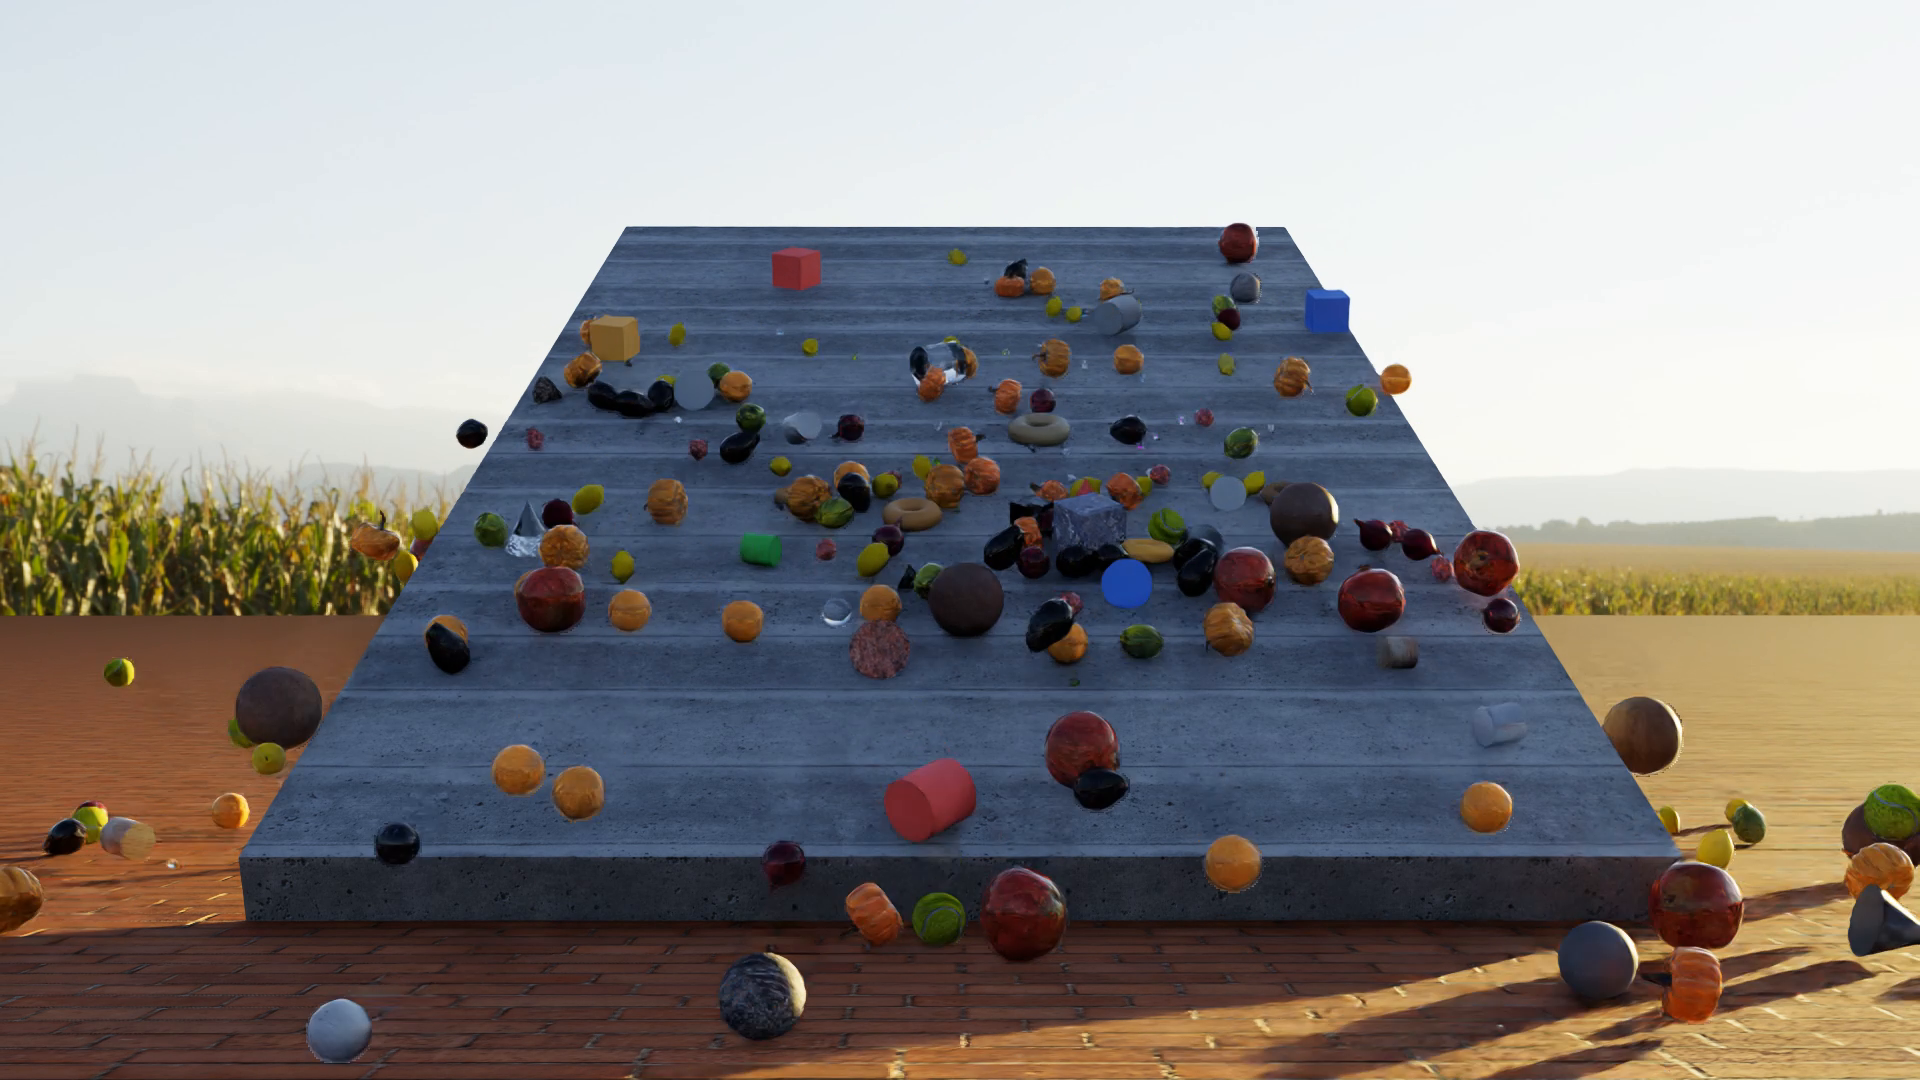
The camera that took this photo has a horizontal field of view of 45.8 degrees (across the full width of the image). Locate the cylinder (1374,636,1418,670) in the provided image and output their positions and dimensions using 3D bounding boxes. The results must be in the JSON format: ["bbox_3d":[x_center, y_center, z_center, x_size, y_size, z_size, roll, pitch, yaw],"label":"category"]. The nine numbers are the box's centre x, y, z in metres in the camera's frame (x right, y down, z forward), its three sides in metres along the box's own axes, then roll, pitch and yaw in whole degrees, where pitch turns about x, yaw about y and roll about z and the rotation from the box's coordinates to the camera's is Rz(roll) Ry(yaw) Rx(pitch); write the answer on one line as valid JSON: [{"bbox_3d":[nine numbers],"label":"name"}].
[{"bbox_3d":[0.717,0.185,3.729,0.052,0.052,0.052,0,-2,-16],"label":"cylinder"}]

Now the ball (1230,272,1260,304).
[{"bbox_3d":[0.754,-0.666,6.010,0.081,0.081,0.081,0,-2,0],"label":"ball"}]

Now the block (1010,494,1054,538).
[{"bbox_3d":[0.138,-0.045,4.364,0.060,0.060,0.060,-17,26,-39],"label":"block"}]

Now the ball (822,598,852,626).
[{"bbox_3d":[-0.213,0.125,3.918,0.050,0.050,0.050,0,-2,0],"label":"ball"}]

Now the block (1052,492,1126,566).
[{"bbox_3d":[0.242,-0.021,4.244,0.098,0.098,0.098,-13,24,-31],"label":"block"}]

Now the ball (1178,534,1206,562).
[{"bbox_3d":[0.431,0.014,4.218,0.050,0.050,0.050,0,-2,0],"label":"ball"}]

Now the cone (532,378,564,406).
[{"bbox_3d":[-0.928,-0.334,5.181,0.065,0.065,0.065,-2,-4,41],"label":"cone"}]

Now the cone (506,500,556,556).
[{"bbox_3d":[-0.810,-0.031,4.269,0.095,0.095,0.095,0,20,0],"label":"cone"}]

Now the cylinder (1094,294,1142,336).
[{"bbox_3d":[0.397,-0.568,5.734,0.087,0.087,0.087,-1,15,38],"label":"cylinder"}]

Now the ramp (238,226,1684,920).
[{"bbox_3d":[-0.005,-0.210,5.037,2.000,0.100,4.000,0,20,0],"label":"ramp"}]

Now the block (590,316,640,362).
[{"bbox_3d":[-0.838,-0.490,5.520,0.087,0.087,0.087,6,21,15],"label":"block"}]

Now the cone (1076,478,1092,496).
[{"bbox_3d":[0.246,-0.087,4.455,0.075,0.075,0.075,0,20,0],"label":"cone"}]

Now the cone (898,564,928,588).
[{"bbox_3d":[-0.080,0.076,4.084,0.051,0.051,0.051,26,-2,-1],"label":"cone"}]

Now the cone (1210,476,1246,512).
[{"bbox_3d":[0.532,-0.087,4.519,0.072,0.072,0.072,0,-6,5],"label":"cone"}]

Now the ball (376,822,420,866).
[{"bbox_3d":[-0.771,0.416,3.114,0.060,0.060,0.060,0,-2,0],"label":"ball"}]

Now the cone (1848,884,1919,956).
[{"bbox_3d":[1.174,0.486,2.831,0.093,0.093,0.093,15,-2,0],"label":"cone"}]

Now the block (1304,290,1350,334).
[{"bbox_3d":[0.932,-0.580,5.764,0.091,0.091,0.091,-2,20,-5],"label":"block"}]

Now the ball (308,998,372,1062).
[{"bbox_3d":[-0.597,0.472,2.188,0.060,0.060,0.060,0,-2,0],"label":"ball"}]

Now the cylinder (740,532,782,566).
[{"bbox_3d":[-0.367,0.018,4.191,0.057,0.057,0.057,6,0,18],"label":"cylinder"}]

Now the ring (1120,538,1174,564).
[{"bbox_3d":[0.346,0.021,4.212,0.100,0.033,0.100,4,11,-1],"label":"ring"}]

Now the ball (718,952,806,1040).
[{"bbox_3d":[-0.200,0.462,2.299,0.088,0.088,0.088,0,-2,0],"label":"ball"}]

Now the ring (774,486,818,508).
[{"bbox_3d":[-0.327,-0.085,4.515,0.088,0.029,0.088,1,19,0],"label":"ring"}]

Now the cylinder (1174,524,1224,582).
[{"bbox_3d":[0.437,0.023,4.147,0.083,0.083,0.083,0,20,14],"label":"cylinder"}]

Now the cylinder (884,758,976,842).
[{"bbox_3d":[-0.041,0.366,3.205,0.093,0.093,0.093,-2,14,43],"label":"cylinder"}]

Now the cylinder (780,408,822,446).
[{"bbox_3d":[-0.333,-0.237,4.769,0.063,0.063,0.063,1,-16,-36],"label":"cylinder"}]

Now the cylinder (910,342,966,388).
[{"bbox_3d":[-0.050,-0.408,5.286,0.096,0.096,0.096,-13,5,-32],"label":"cylinder"}]

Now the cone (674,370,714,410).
[{"bbox_3d":[-0.600,-0.333,5.162,0.092,0.092,0.092,0,-6,0],"label":"cone"}]

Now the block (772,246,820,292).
[{"bbox_3d":[-0.445,-0.737,6.179,0.094,0.094,0.094,13,24,31],"label":"block"}]

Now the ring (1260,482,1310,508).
[{"bbox_3d":[0.648,-0.089,4.524,0.098,0.033,0.098,-1,21,0],"label":"ring"}]

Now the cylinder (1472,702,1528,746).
[{"bbox_3d":[0.826,0.282,3.482,0.060,0.060,0.060,-8,1,-22],"label":"cylinder"}]

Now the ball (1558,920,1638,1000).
[{"bbox_3d":[0.713,0.470,2.542,0.086,0.086,0.086,0,-2,0],"label":"ball"}]

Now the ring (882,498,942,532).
[{"bbox_3d":[-0.094,-0.049,4.405,0.117,0.039,0.117,-1,21,0],"label":"ring"}]

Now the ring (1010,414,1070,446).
[{"bbox_3d":[0.173,-0.238,4.907,0.134,0.045,0.134,0,22,0],"label":"ring"}]

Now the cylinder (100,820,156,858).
[{"bbox_3d":[-1.420,0.510,3.875,0.065,0.065,0.065,-4,-4,39],"label":"cylinder"}]
